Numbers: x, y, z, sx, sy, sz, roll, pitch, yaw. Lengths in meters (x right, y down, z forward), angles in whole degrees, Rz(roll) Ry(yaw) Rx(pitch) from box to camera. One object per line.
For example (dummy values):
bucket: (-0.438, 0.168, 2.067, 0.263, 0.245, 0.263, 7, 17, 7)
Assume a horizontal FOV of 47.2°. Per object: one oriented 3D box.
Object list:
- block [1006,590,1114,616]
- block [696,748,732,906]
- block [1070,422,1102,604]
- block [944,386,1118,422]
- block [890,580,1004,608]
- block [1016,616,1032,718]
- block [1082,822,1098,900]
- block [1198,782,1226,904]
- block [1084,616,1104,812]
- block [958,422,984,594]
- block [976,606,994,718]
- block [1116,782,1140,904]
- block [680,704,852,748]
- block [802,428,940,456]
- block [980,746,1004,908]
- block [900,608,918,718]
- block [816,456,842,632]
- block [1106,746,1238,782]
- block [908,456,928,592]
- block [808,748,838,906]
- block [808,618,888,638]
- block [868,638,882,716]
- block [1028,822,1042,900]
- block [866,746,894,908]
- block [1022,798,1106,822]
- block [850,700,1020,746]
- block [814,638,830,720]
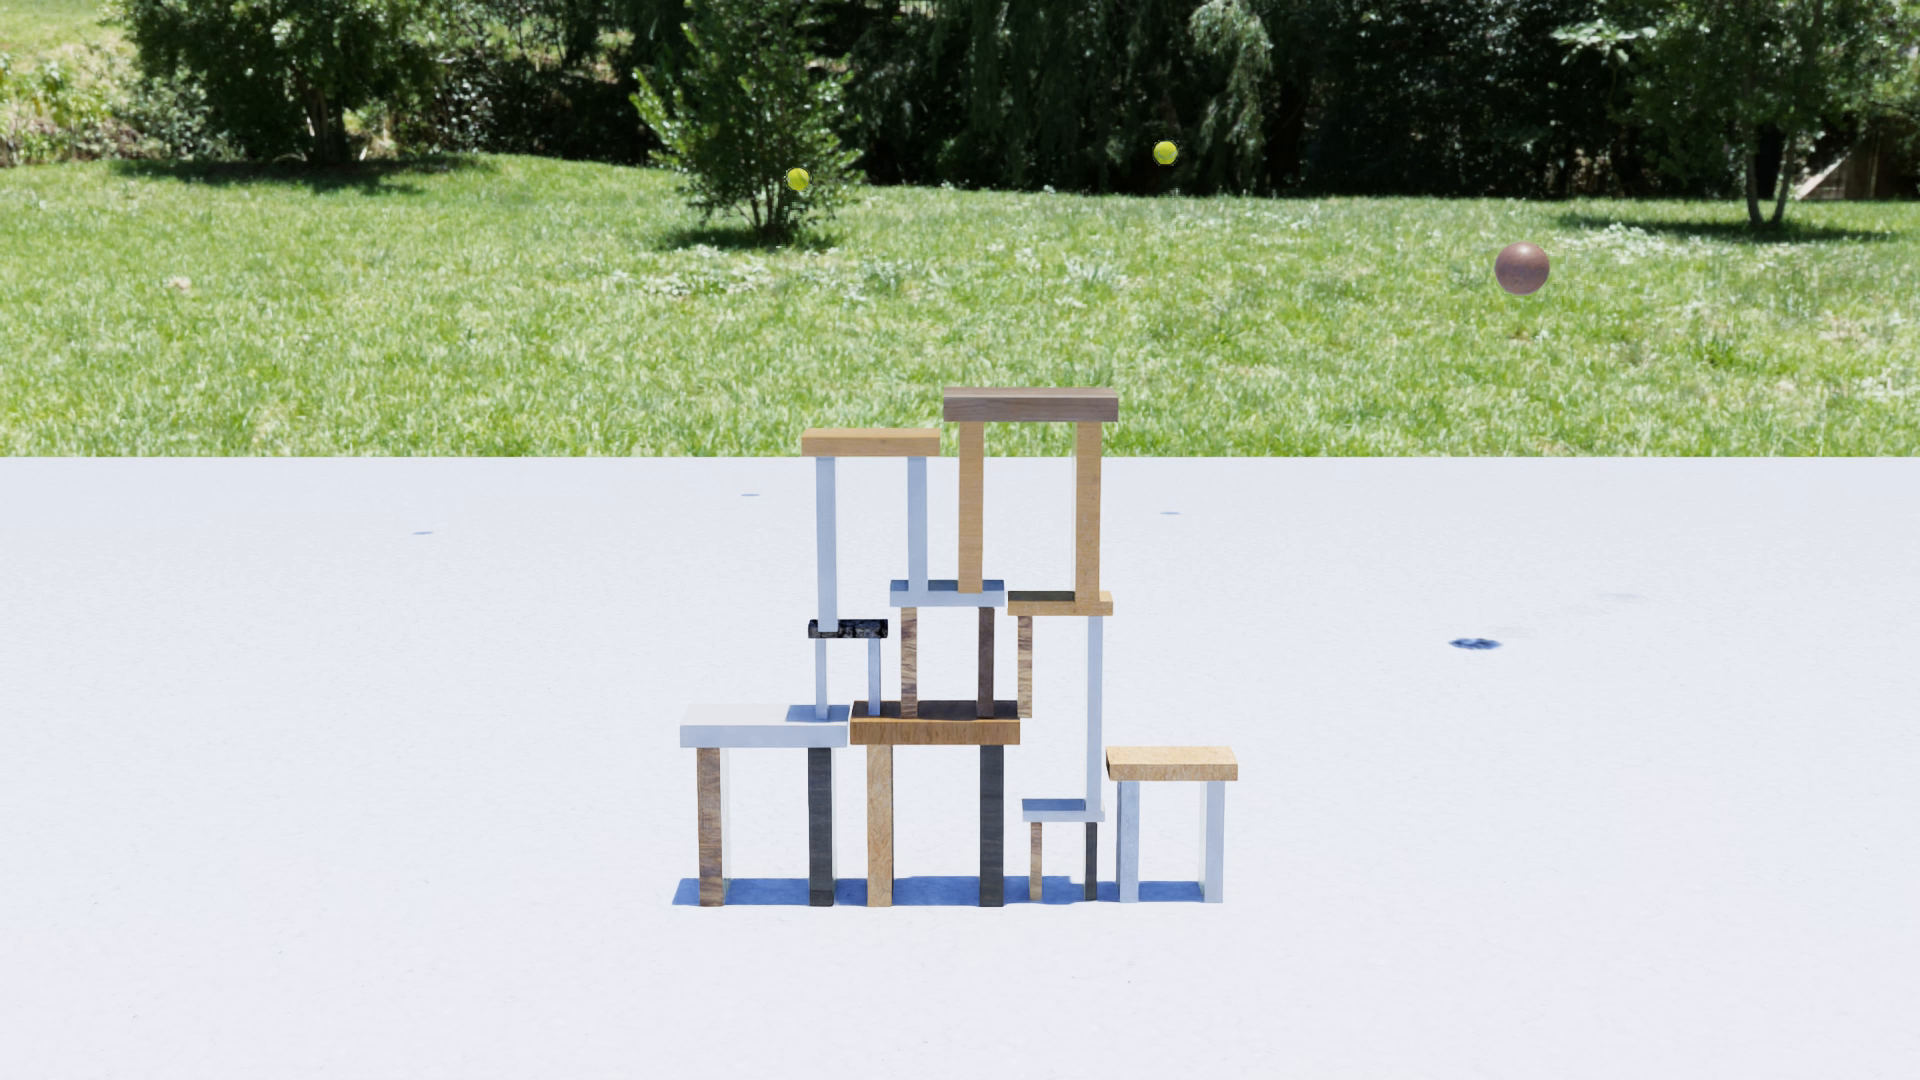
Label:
block: (0.161, 0.103, 3.574, 0.170, 0.024, 0.085, 0, 11, 0)
block: (-0.408, 0.457, 3.647, 0.038, 0.270, 0.135, 0, 11, 0)
block: (0.203, -0.054, 3.549, 0.039, 0.293, 0.138, 0, 11, 0)
block: (0.111, -0.217, 3.518, 0.275, 0.039, 0.138, 0, 11, 0)
block: (-0.021, 0.086, 3.572, 0.185, 0.026, 0.093, 0, 11, 0)
block: (0.105, 0.198, 3.592, 0.024, 0.170, 0.085, 0, 11, 0)
block: (0.216, 0.523, 3.655, 0.019, 0.136, 0.068, 0, 11, 0)
block: (0.418, 0.486, 3.655, 0.030, 0.209, 0.104, 0, 11, 0)
block: (0.218, 0.276, 3.606, 0.024, 0.329, 0.085, 0, 11, 0)
block: (0.017, -0.063, 3.547, 0.039, 0.275, 0.138, 0, 11, 0)
block: (0.042, 0.190, 3.592, 0.026, 0.185, 0.093, 1, 11, 0)
block: (0.279, 0.486, 3.655, 0.030, 0.209, 0.104, 0, 11, 0)
block: (-0.318, 0.305, 3.619, 0.270, 0.038, 0.135, 0, 11, 0)
block: (-0.141, -0.157, 3.526, 0.219, 0.031, 0.109, 0, 11, 0)
block: (0.052, 0.454, 3.646, 0.039, 0.275, 0.138, 0, 11, 0)
block: (-0.082, 0.190, 3.592, 0.026, 0.185, 0.093, 0, 11, 0)
block: (-0.212, -0.002, 3.555, 0.031, 0.283, 0.109, 0, 11, 0)
block: (0.348, 0.369, 3.633, 0.209, 0.030, 0.104, 0, 11, 0)
block: (-0.068, -0.034, 3.549, 0.031, 0.219, 0.109, 0, 11, 0)
block: (-0.228, 0.457, 3.647, 0.038, 0.270, 0.135, 0, 11, 0)
block: (-0.182, 0.145, 3.589, 0.129, 0.018, 0.064, 0, 11, 0)
block: (-0.140, 0.217, 3.603, 0.018, 0.129, 0.064, 0, 11, 0)
block: (0.126, 0.523, 3.656, 0.019, 0.136, 0.068, 0, 11, 0)
block: (-0.132, 0.454, 3.646, 0.039, 0.275, 0.138, 0, 11, 0)
block: (0.170, 0.447, 3.641, 0.136, 0.019, 0.068, 0, 11, 0)
block: (-0.040, 0.300, 3.617, 0.275, 0.039, 0.138, 0, 11, 0)
block: (-0.226, 0.220, 3.604, 0.018, 0.135, 0.064, 0, 11, 0)
